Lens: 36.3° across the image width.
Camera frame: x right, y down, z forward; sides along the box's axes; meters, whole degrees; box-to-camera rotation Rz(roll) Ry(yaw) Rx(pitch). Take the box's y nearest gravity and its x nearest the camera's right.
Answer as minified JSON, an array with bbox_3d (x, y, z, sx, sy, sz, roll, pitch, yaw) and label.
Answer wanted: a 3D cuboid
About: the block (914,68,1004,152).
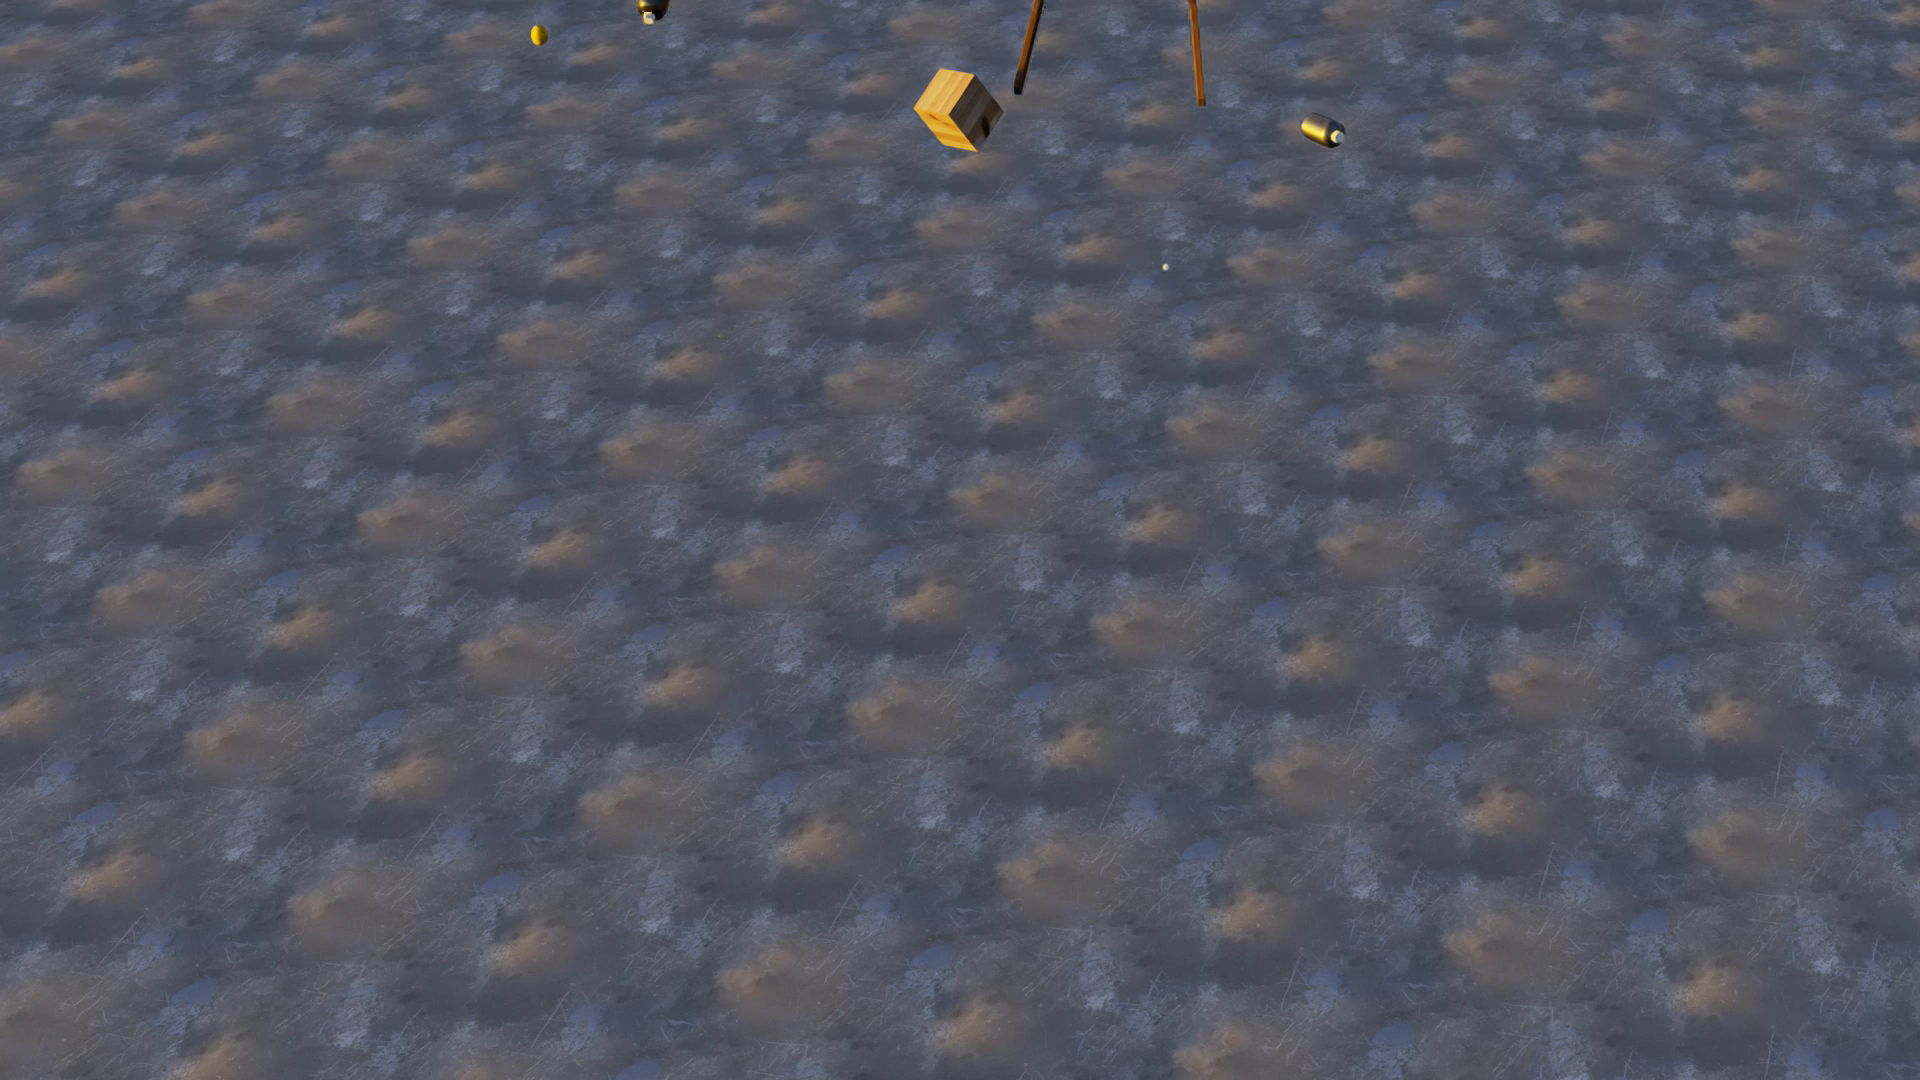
[{"bbox_3d":[-0.004,-1.384,9.435,0.161,0.190,0.165,19,70,43],"label":"block"}]
